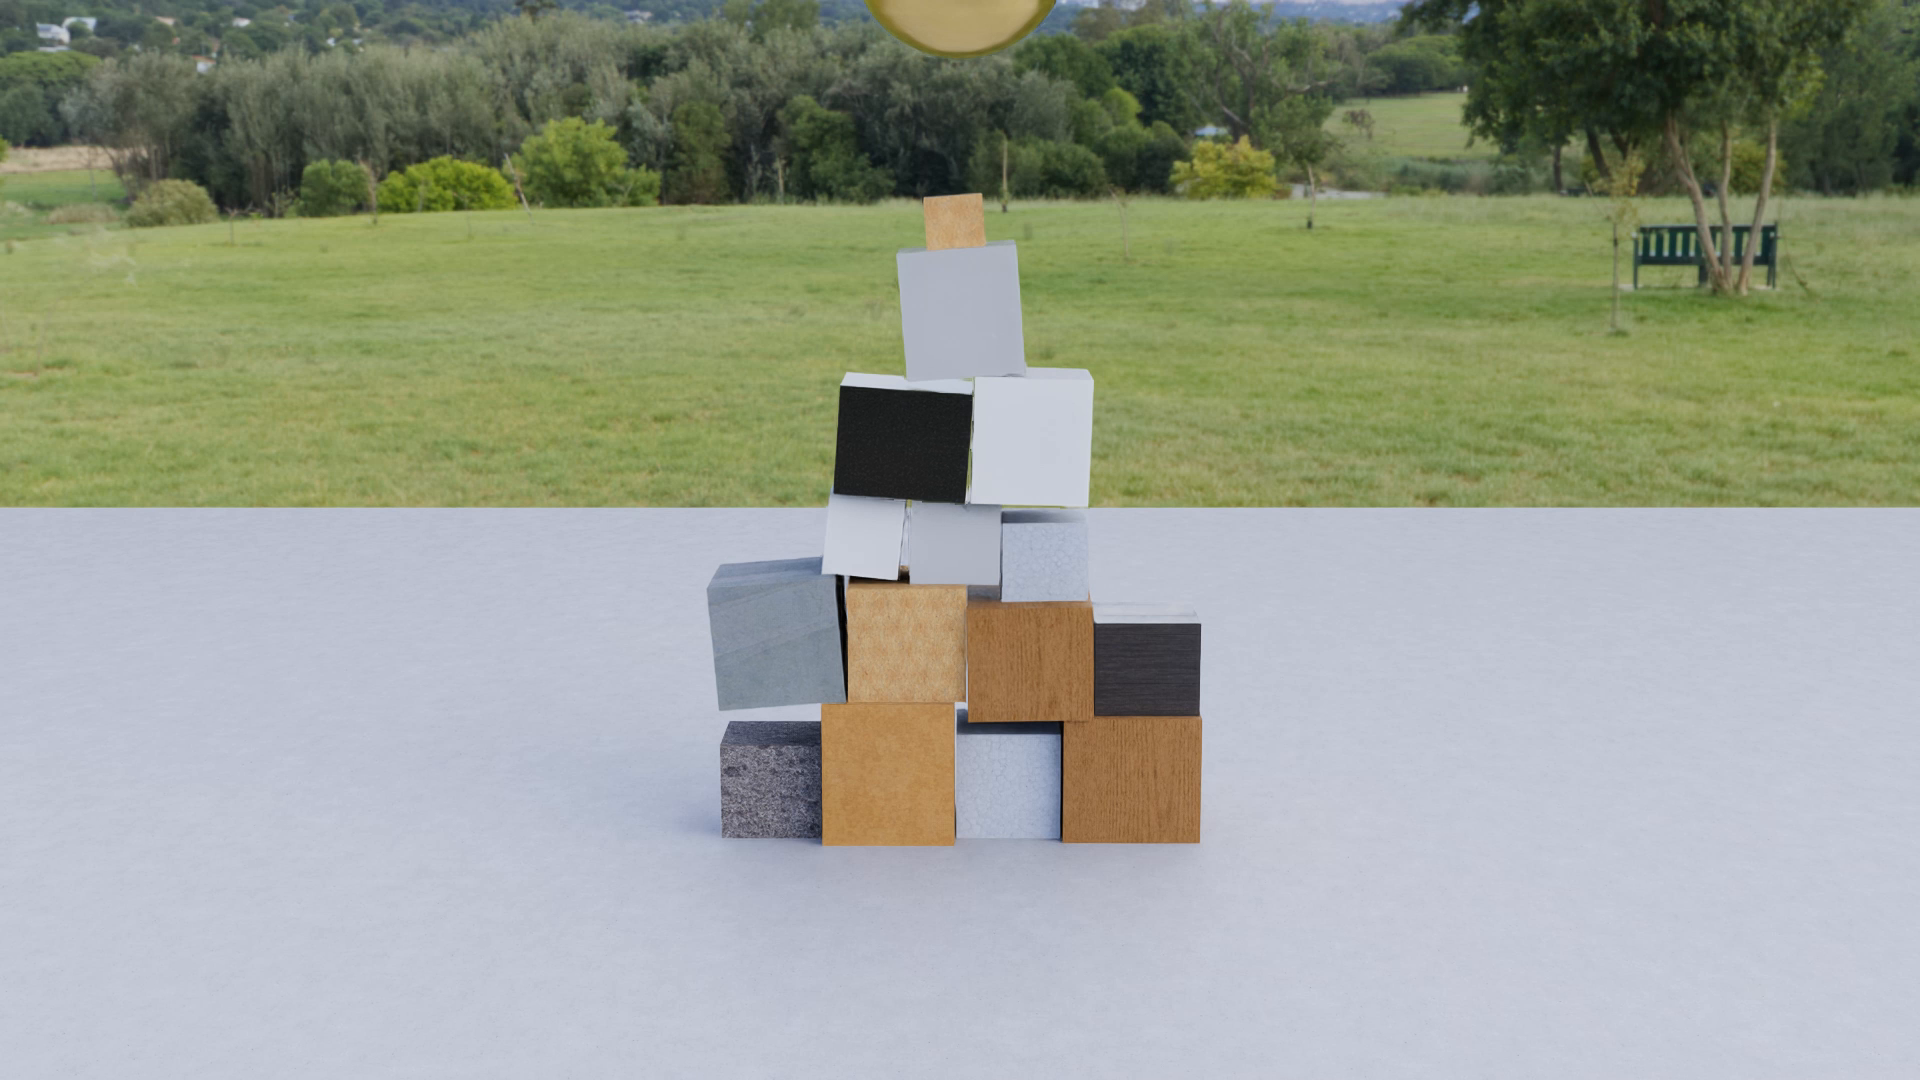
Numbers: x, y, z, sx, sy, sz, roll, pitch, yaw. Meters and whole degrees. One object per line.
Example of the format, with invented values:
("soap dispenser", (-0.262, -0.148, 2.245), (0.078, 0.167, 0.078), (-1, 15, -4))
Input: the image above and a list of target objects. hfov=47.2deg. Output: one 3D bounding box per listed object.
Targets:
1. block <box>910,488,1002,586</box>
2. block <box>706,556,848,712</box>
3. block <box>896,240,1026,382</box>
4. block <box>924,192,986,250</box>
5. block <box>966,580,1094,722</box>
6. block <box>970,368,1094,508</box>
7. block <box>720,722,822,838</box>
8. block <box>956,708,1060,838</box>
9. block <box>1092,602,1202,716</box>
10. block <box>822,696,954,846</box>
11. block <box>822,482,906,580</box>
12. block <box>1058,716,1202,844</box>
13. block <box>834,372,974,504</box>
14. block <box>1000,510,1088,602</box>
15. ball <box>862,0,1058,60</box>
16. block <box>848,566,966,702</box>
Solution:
("block", (-0.023, -0.027, 11.186), (0.447, 0.425, 0.429), (2, 10, 0))
("block", (-0.912, 0.467, 11.248), (0.636, 0.627, 0.633), (-5, 10, 1))
("block", (0.008, -1.148, 10.952), (0.581, 0.624, 0.550), (-5, 10, 1))
("block", (-0.026, -1.580, 10.887), (0.288, 0.251, 0.270), (-5, 10, 1))
("block", (0.350, 0.559, 11.283), (0.627, 0.577, 0.710), (-1, 10, 0))
("block", (0.354, -0.528, 11.065), (0.579, 0.627, 0.543), (2, 10, 0))
("block", (-0.958, 1.237, 11.400), (0.513, 0.487, 0.480), (0, 10, 0))
("block", (0.246, 1.205, 11.417), (0.528, 0.544, 0.522), (0, 10, 0))
("block", (0.943, 0.606, 11.281), (0.527, 0.479, 0.513), (0, 10, 0))
("block", (-0.360, 1.118, 11.371), (0.664, 0.731, 0.715), (0, 10, 0))
("block", (-0.480, -0.058, 11.163), (0.379, 0.415, 0.416), (6, 10, -1))
("block", (0.867, 1.157, 11.396), (0.694, 0.646, 0.665), (0, 10, 0))
("block", (-0.280, -0.524, 11.104), (0.652, 0.538, 0.619), (4, 10, -1))
("block", (0.425, 0.077, 11.203), (0.436, 0.399, 0.400), (-1, 10, 0))
("ball", (0.000, -4.240, 15.649), (1.600, 1.600, 1.600), (0, 10, 0))
("block", (-0.264, 0.475, 11.248), (0.591, 0.580, 0.590), (0, 10, 0))
